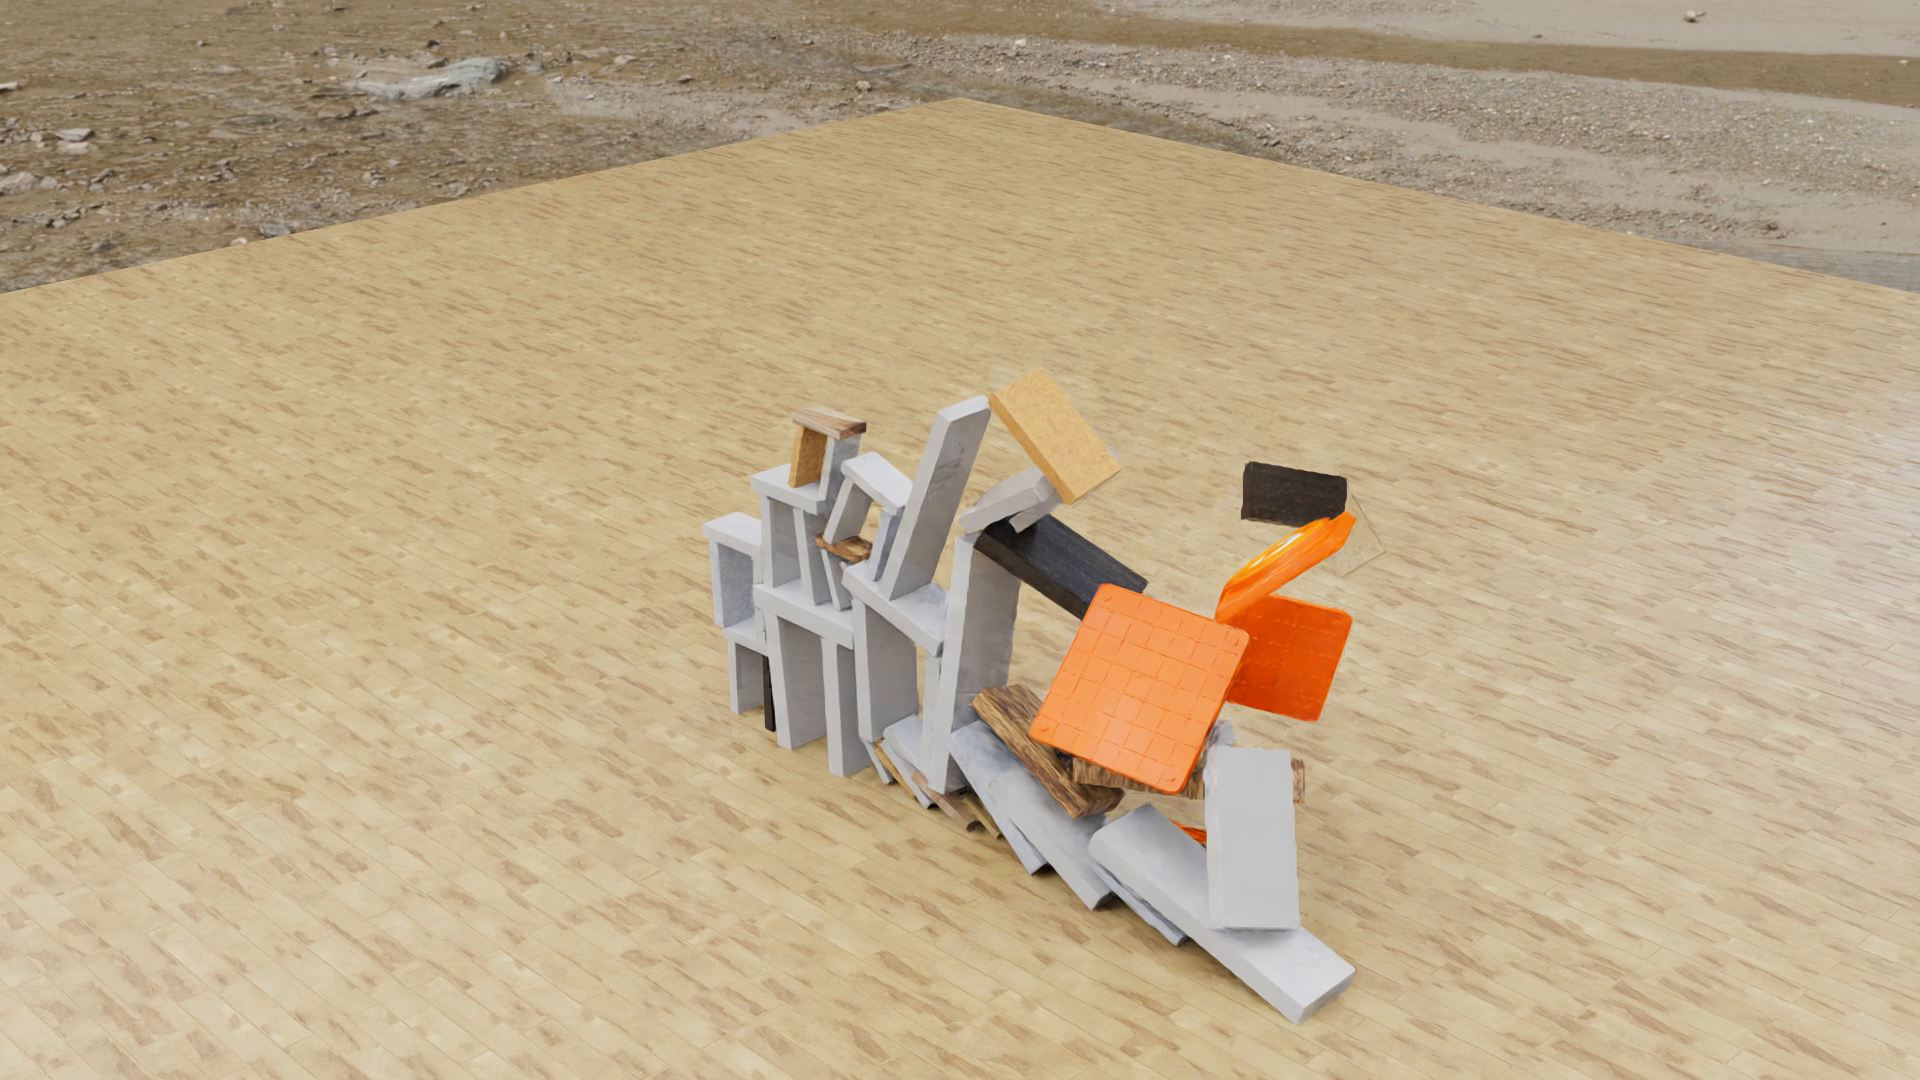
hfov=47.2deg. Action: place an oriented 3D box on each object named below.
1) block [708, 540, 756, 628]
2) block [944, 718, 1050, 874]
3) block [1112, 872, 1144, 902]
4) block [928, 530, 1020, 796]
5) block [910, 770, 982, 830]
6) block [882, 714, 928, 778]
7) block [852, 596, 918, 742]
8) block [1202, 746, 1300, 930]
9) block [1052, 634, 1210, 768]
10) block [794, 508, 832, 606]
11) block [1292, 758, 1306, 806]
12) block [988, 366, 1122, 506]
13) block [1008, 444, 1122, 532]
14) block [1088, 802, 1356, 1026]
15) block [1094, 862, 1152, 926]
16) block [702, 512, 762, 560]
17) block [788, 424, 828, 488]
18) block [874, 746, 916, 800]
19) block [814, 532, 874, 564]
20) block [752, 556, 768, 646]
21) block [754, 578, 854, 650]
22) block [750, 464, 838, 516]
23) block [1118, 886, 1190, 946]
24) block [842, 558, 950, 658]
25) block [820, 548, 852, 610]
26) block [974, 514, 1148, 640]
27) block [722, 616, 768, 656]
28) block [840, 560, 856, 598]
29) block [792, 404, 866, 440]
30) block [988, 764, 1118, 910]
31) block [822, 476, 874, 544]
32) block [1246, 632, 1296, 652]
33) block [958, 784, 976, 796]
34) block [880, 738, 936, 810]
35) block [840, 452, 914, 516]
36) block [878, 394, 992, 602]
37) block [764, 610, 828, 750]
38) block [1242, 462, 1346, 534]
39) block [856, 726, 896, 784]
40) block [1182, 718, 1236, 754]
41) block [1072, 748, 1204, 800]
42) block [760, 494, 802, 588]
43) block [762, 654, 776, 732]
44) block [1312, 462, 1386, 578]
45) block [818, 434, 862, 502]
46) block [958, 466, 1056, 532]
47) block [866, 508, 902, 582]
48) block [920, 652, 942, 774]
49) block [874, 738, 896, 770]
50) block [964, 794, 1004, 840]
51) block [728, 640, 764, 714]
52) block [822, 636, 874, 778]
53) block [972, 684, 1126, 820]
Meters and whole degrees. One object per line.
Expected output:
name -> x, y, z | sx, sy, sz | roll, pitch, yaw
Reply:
block -> -0.493, 0.081, 4.793 | 0.028, 0.201, 0.100 | 17, 28, 40
block -> 0.115, 0.488, 4.307 | 0.154, 0.044, 0.309 | -22, 73, -42
block -> 0.314, 0.607, 4.092 | 0.074, 0.021, 0.148 | -10, 43, -45
block -> 0.033, 0.235, 4.334 | 0.045, 0.539, 0.158 | 24, 28, 37
block -> -0.012, 0.513, 4.449 | 0.083, 0.024, 0.167 | -22, 52, -41
block -> -0.071, 0.430, 4.487 | 0.083, 0.024, 0.166 | -23, 55, -42
block -> -0.151, 0.247, 4.488 | 0.038, 0.308, 0.135 | 18, 29, 41
block -> 0.516, 0.529, 3.898 | 0.158, 0.316, 0.045 | 6, -16, -25
block -> 0.326, 0.308, 4.201 | 0.045, 0.315, 0.158 | 51, 23, 8
block -> -0.285, 0.020, 4.541 | 0.029, 0.207, 0.103 | 11, 25, 42
block -> 0.626, 0.452, 4.138 | 0.045, 0.013, 0.090 | 17, 52, -15
block -> 0.172, -0.191, 4.000 | 0.121, 0.034, 0.242 | -33, 81, -31
block -> 0.197, -0.097, 4.131 | 0.217, 0.031, 0.108 | -34, 6, 30
block -> 0.465, 0.663, 3.950 | 0.500, 0.045, 0.158 | 38, 40, 29
block -> 0.327, 0.650, 4.120 | 0.148, 0.021, 0.074 | 42, 40, 20
block -> -0.447, -0.008, 4.709 | 0.201, 0.028, 0.100 | 20, 30, 39
block -> -0.309, -0.179, 4.485 | 0.072, 0.143, 0.020 | -21, 45, -40
block -> -0.112, 0.470, 4.546 | 0.067, 0.019, 0.133 | -22, 62, -41
block -> -0.227, 0.011, 4.482 | 0.130, 0.018, 0.065 | 23, 32, 37
block -> -0.394, 0.116, 4.709 | 0.028, 0.201, 0.100 | 18, 29, 36
block -> -0.271, 0.139, 4.584 | 0.308, 0.044, 0.154 | 22, 31, 40
block -> -0.326, -0.106, 4.533 | 0.103, 0.029, 0.207 | -21, 30, -40
block -> 0.370, 0.681, 4.056 | 0.148, 0.021, 0.074 | 40, 36, 27
block -> -0.094, 0.123, 4.382 | 0.270, 0.038, 0.135 | 37, 40, 29
block -> -0.242, 0.072, 4.522 | 0.065, 0.130, 0.018 | -20, 11, -39
block -> 0.194, 0.046, 4.199 | 0.315, 0.045, 0.158 | 34, 40, 3
block -> -0.424, 0.211, 4.776 | 0.178, 0.025, 0.089 | 20, 30, 39
block -> -0.193, 0.095, 4.479 | 0.065, 0.130, 0.018 | -22, 0, -41
block -> -0.263, -0.236, 4.410 | 0.072, 0.020, 0.143 | -21, 32, -40
block -> 0.210, 0.555, 4.213 | 0.154, 0.044, 0.309 | -21, 59, -42
block -> -0.216, -0.072, 4.427 | 0.085, 0.170, 0.024 | -23, 57, -42
block -> 0.626, 0.206, 4.434 | 0.091, 0.045, 0.013 | -8, 67, -13
block -> 0.050, 0.492, 4.399 | 0.056, 0.016, 0.112 | -13, -3, -34
block -> -0.084, 0.466, 4.510 | 0.083, 0.024, 0.167 | -22, 69, -41
block -> -0.148, -0.111, 4.334 | 0.085, 0.024, 0.170 | -20, 47, -39
block -> -0.050, -0.076, 4.241 | 0.121, 0.456, 0.034 | -23, 55, -42
block -> -0.332, 0.278, 4.709 | 0.154, 0.308, 0.044 | -21, 25, -41
block -> 0.649, -0.081, 4.263 | 0.217, 0.108, 0.031 | 8, -9, -24
block -> -0.158, 0.436, 4.585 | 0.067, 0.133, 0.019 | -22, -7, -41
block -> 0.458, 0.360, 4.037 | 0.090, 0.045, 0.013 | -15, -16, 3
block -> 0.376, 0.432, 4.074 | 0.158, 0.045, 0.316 | -4, 4, -41
block -> -0.368, -0.012, 4.617 | 0.029, 0.207, 0.104 | 20, 30, 40
block -> -0.384, 0.320, 4.779 | 0.025, 0.178, 0.089 | 21, 31, 41
block -> 0.785, -0.041, 4.578 | 0.108, 0.217, 0.031 | -32, -14, 14
block -> -0.242, -0.152, 4.423 | 0.072, 0.143, 0.020 | -21, 45, -40
block -> 0.108, -0.088, 4.108 | 0.121, 0.034, 0.242 | -43, 12, -35
block -> -0.133, -0.002, 4.359 | 0.024, 0.171, 0.085 | 38, 41, 27
block -> -0.012, 0.326, 4.401 | 0.038, 0.270, 0.135 | 25, 32, 38
block -> -0.146, 0.408, 4.558 | 0.067, 0.019, 0.133 | -21, 63, -41
block -> 0.063, 0.548, 4.401 | 0.056, 0.016, 0.112 | -16, 47, -36
block -> -0.467, 0.287, 4.856 | 0.025, 0.178, 0.089 | 21, 31, 40
block -> -0.210, 0.327, 4.594 | 0.044, 0.308, 0.154 | 18, 29, 41
block -> 0.171, 0.406, 4.262 | 0.309, 0.044, 0.154 | 47, 24, 23
